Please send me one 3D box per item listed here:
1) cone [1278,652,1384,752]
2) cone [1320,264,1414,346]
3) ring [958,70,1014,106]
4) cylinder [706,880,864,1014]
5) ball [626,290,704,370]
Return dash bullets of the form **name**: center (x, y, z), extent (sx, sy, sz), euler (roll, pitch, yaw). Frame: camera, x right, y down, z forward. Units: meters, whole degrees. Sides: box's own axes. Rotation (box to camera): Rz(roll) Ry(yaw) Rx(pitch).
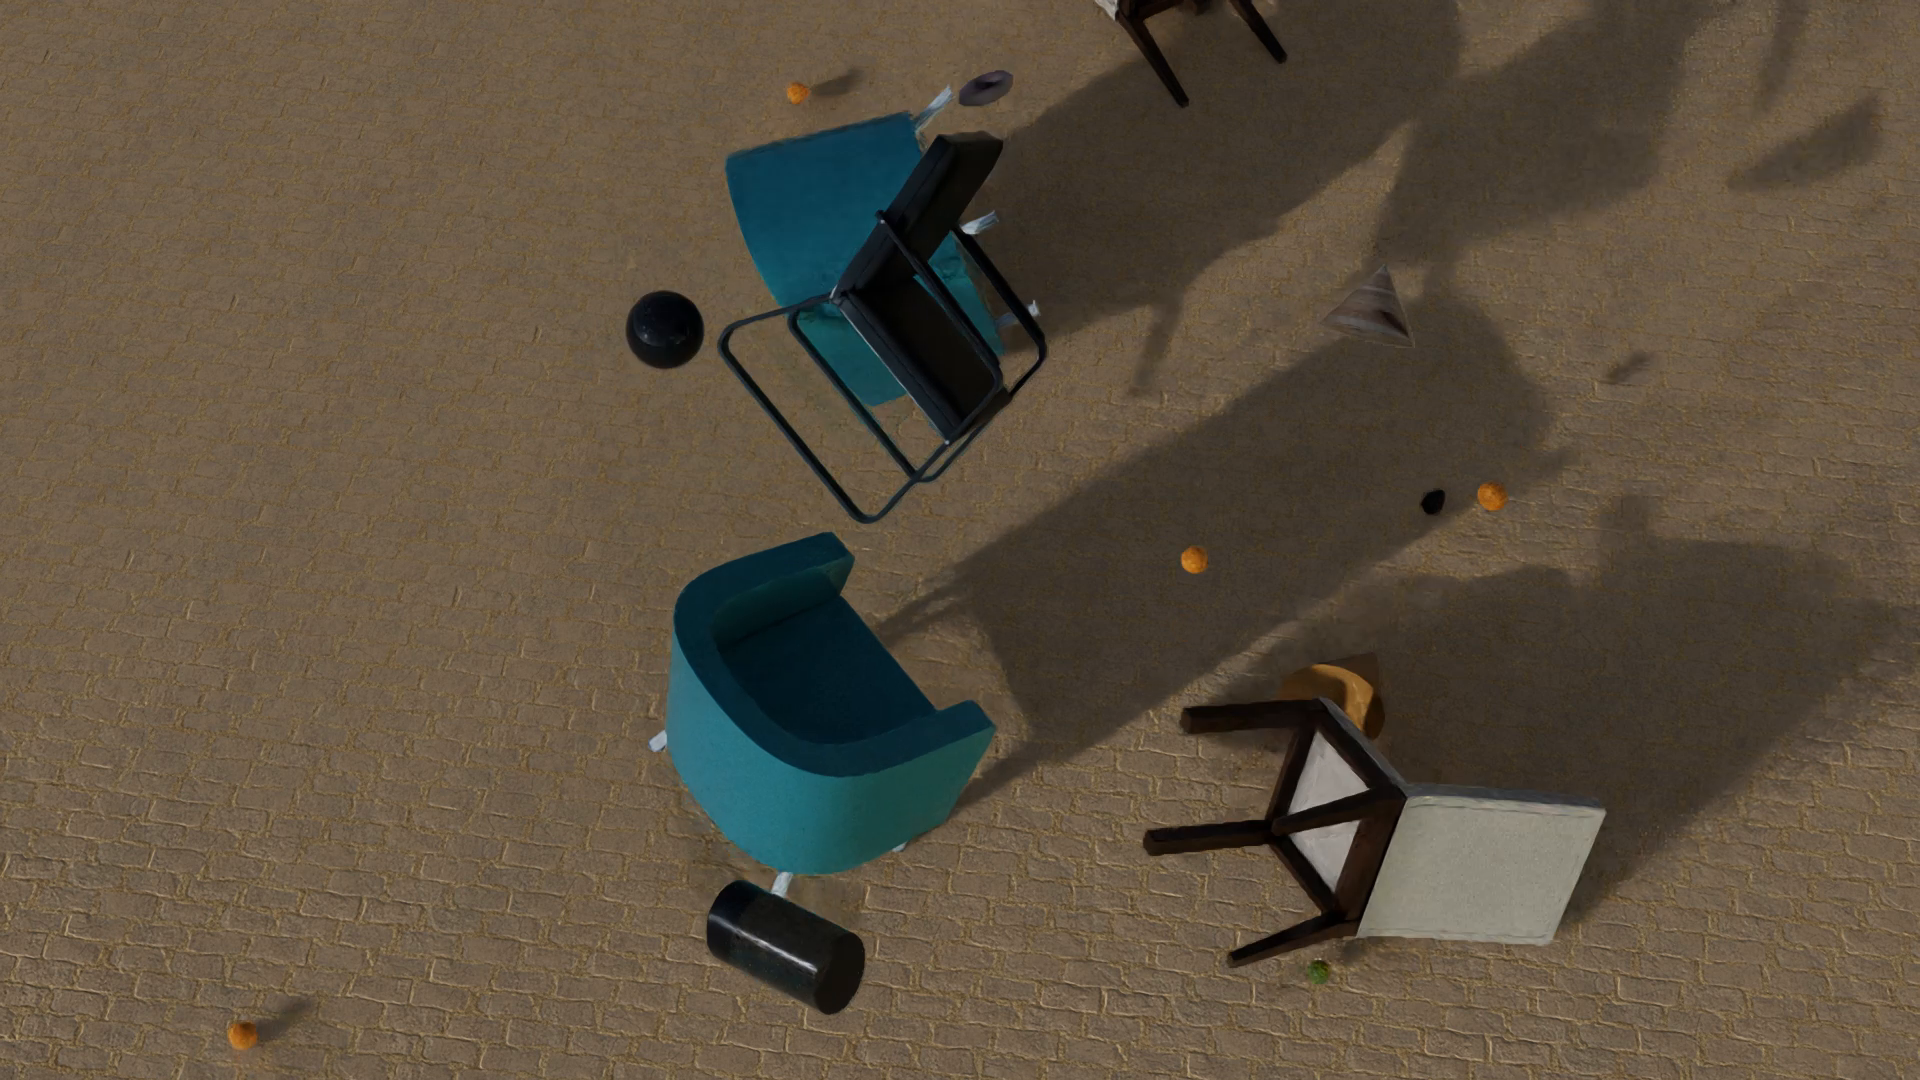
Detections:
- **cone**: center (1.114, 0.395, 6.228), extent (0.320, 0.276, 0.348), euler (-9, 20, 37)
- **cone**: center (1.169, -0.679, 6.176), extent (0.280, 0.239, 0.209), euler (17, 92, 35)
- **ring**: center (0.081, -1.400, 6.825), extent (0.220, 0.051, 0.105), euler (-33, 53, -31)
- **cylinder**: center (-0.412, 0.965, 5.215), extent (0.308, 0.289, 0.191), euler (22, 67, 24)
- **ball**: center (-0.881, -0.627, 6.564), extent (0.236, 0.236, 0.236), euler (0, 56, 0)
